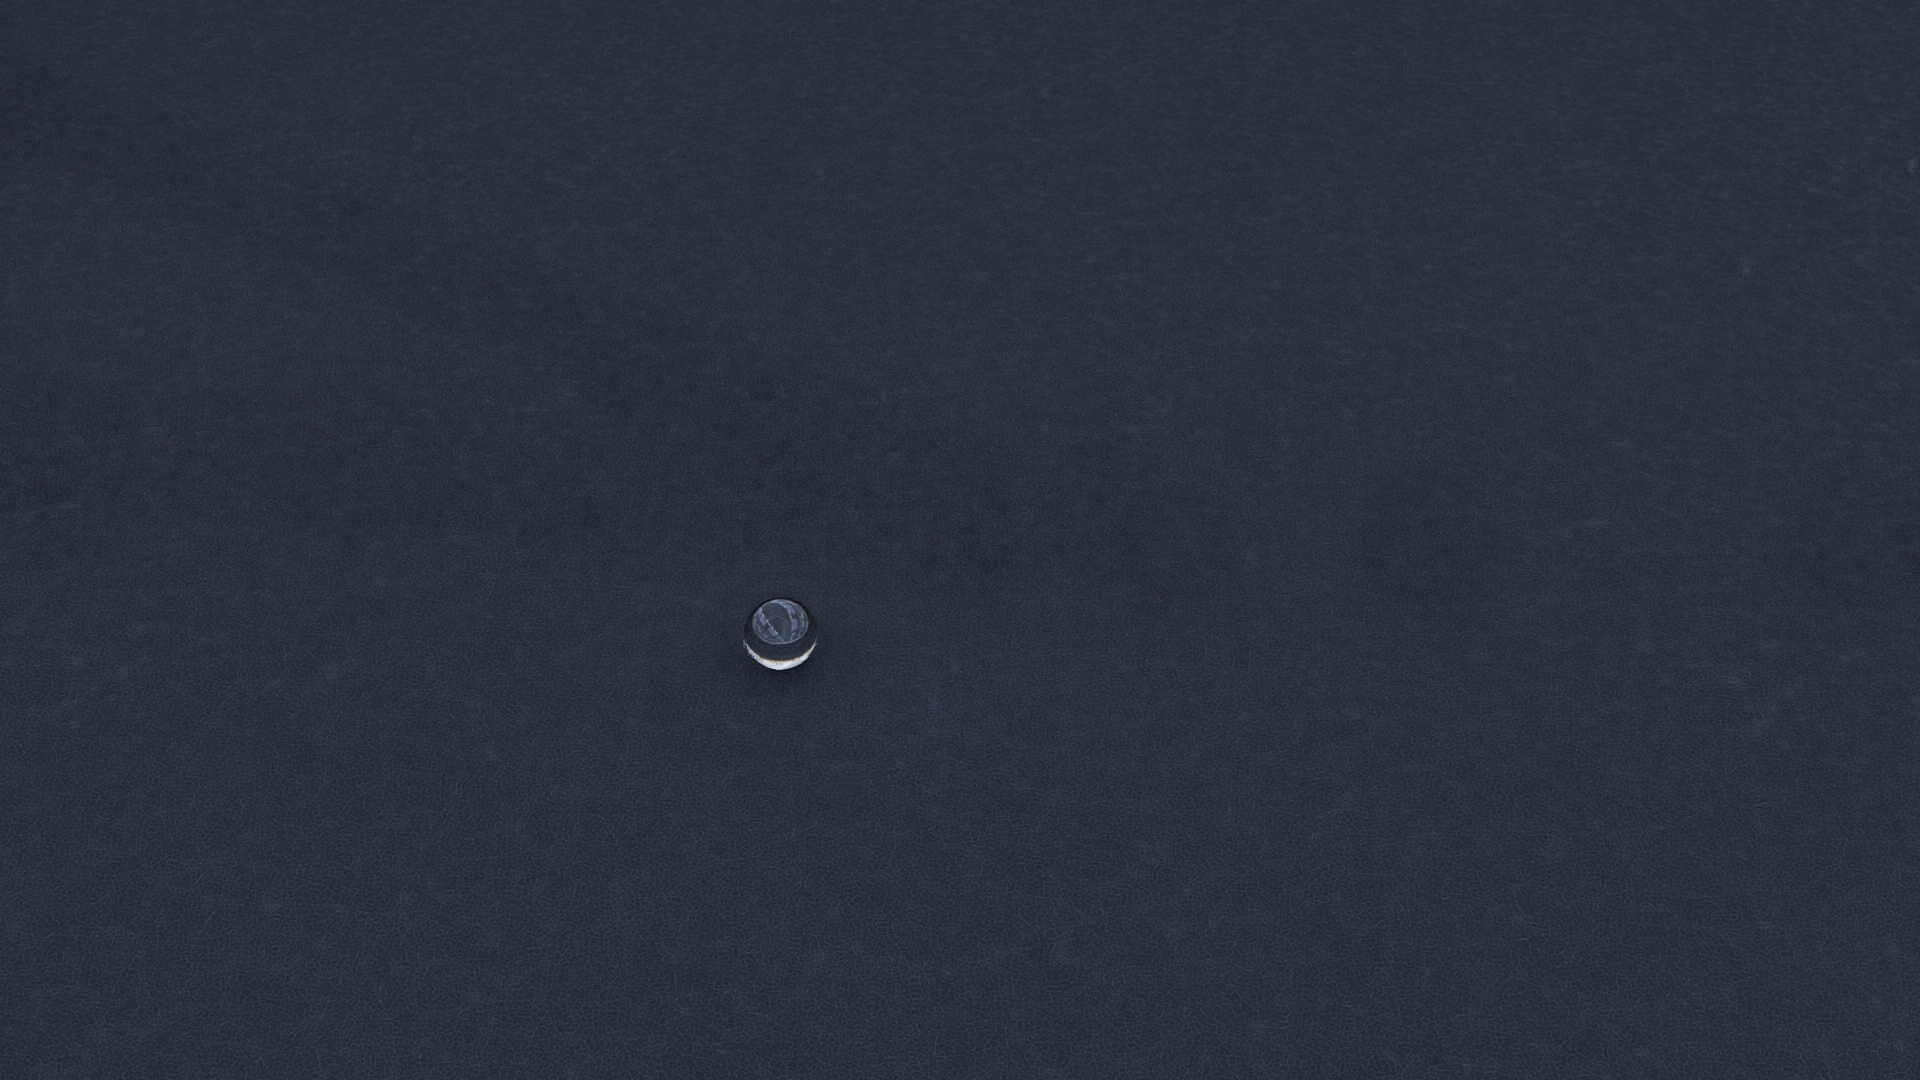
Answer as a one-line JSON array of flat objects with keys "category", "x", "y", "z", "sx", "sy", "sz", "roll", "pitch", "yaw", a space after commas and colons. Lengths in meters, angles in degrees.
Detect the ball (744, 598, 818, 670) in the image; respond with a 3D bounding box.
[{"category": "ball", "x": -0.108, "y": 0.056, "z": 1.541, "sx": 0.044, "sy": 0.044, "sz": 0.044, "roll": 0, "pitch": 36, "yaw": 0}]
